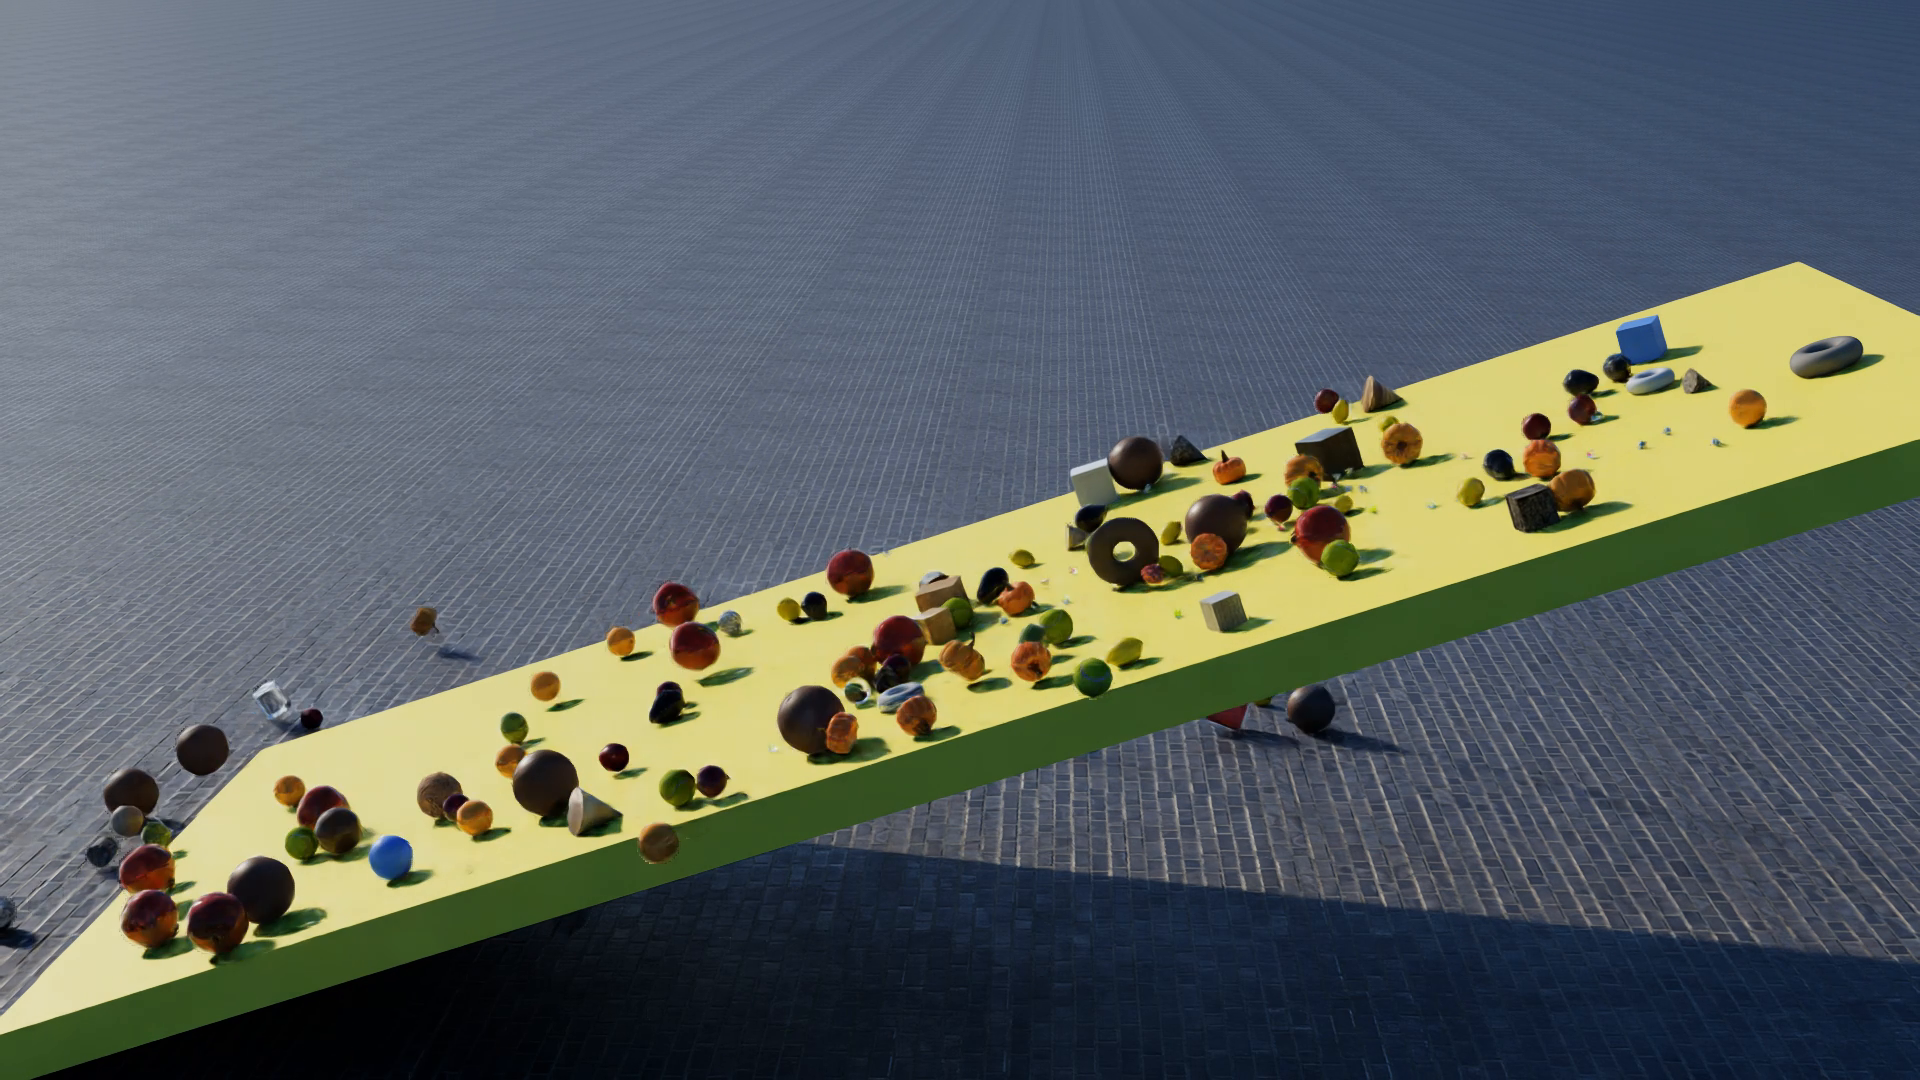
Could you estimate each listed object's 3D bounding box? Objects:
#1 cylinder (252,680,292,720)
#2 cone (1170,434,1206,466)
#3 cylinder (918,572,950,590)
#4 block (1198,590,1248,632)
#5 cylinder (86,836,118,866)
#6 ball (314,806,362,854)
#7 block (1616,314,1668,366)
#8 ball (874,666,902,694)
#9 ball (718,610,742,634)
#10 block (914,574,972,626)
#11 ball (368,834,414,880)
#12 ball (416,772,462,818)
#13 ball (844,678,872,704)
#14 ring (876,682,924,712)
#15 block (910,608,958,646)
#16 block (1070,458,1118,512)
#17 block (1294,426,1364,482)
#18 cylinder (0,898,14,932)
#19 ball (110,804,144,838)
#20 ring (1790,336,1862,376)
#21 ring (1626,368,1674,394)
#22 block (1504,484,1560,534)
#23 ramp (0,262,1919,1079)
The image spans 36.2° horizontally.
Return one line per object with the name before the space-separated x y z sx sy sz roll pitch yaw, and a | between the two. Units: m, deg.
cylinder | -1.892 0.440 8.086 0.077 0.077 0.077 -28 21 12
cone | 0.564 -0.207 7.126 0.079 0.079 0.079 19 19 24
cylinder | -0.046 0.112 6.435 0.077 0.077 0.077 -3 7 -13
block | 0.489 0.132 5.466 0.058 0.058 0.058 -22 11 -17
cylinder | -1.992 0.724 6.832 0.054 0.054 0.054 1 19 5
ball | -1.275 0.595 6.034 0.096 0.096 0.096 0 12 0
block | 1.523 -0.446 6.568 0.082 0.082 0.082 -13 12 27
ball | -0.142 0.279 5.803 0.059 0.059 0.059 0 12 0
ball | -0.542 0.193 6.926 0.057 0.057 0.057 0 12 0
block | -0.034 0.137 6.260 0.087 0.087 0.087 -16 11 13
ball | -1.097 0.612 5.672 0.085 0.085 0.085 0 12 0
ball | -1.070 0.525 6.045 0.094 0.094 0.094 0 12 0
ball | -0.203 0.298 5.816 0.055 0.055 0.055 0 12 0
ring | -0.115 0.305 5.696 0.098 0.033 0.098 -18 12 4
block | -0.055 0.181 6.139 0.062 0.062 0.062 -25 12 -30
block | 0.321 -0.131 7.000 0.092 0.092 0.092 -17 11 6
block | 0.809 -0.187 6.446 0.093 0.093 0.093 -25 12 -29
cylinder | -2.093 0.817 6.401 0.060 0.060 0.060 -2 14 -9
ball | -1.982 0.669 7.002 0.078 0.078 0.078 0 12 0
ring | 1.738 -0.368 5.899 0.146 0.049 0.146 -19 11 4
ring | 1.467 -0.338 6.246 0.104 0.035 0.104 -19 11 4
block | 1.058 -0.059 5.436 0.068 0.068 0.068 -20 11 -5
ramp | 0.104 0.182 6.308 4.000 0.100 2.000 -18 11 6
